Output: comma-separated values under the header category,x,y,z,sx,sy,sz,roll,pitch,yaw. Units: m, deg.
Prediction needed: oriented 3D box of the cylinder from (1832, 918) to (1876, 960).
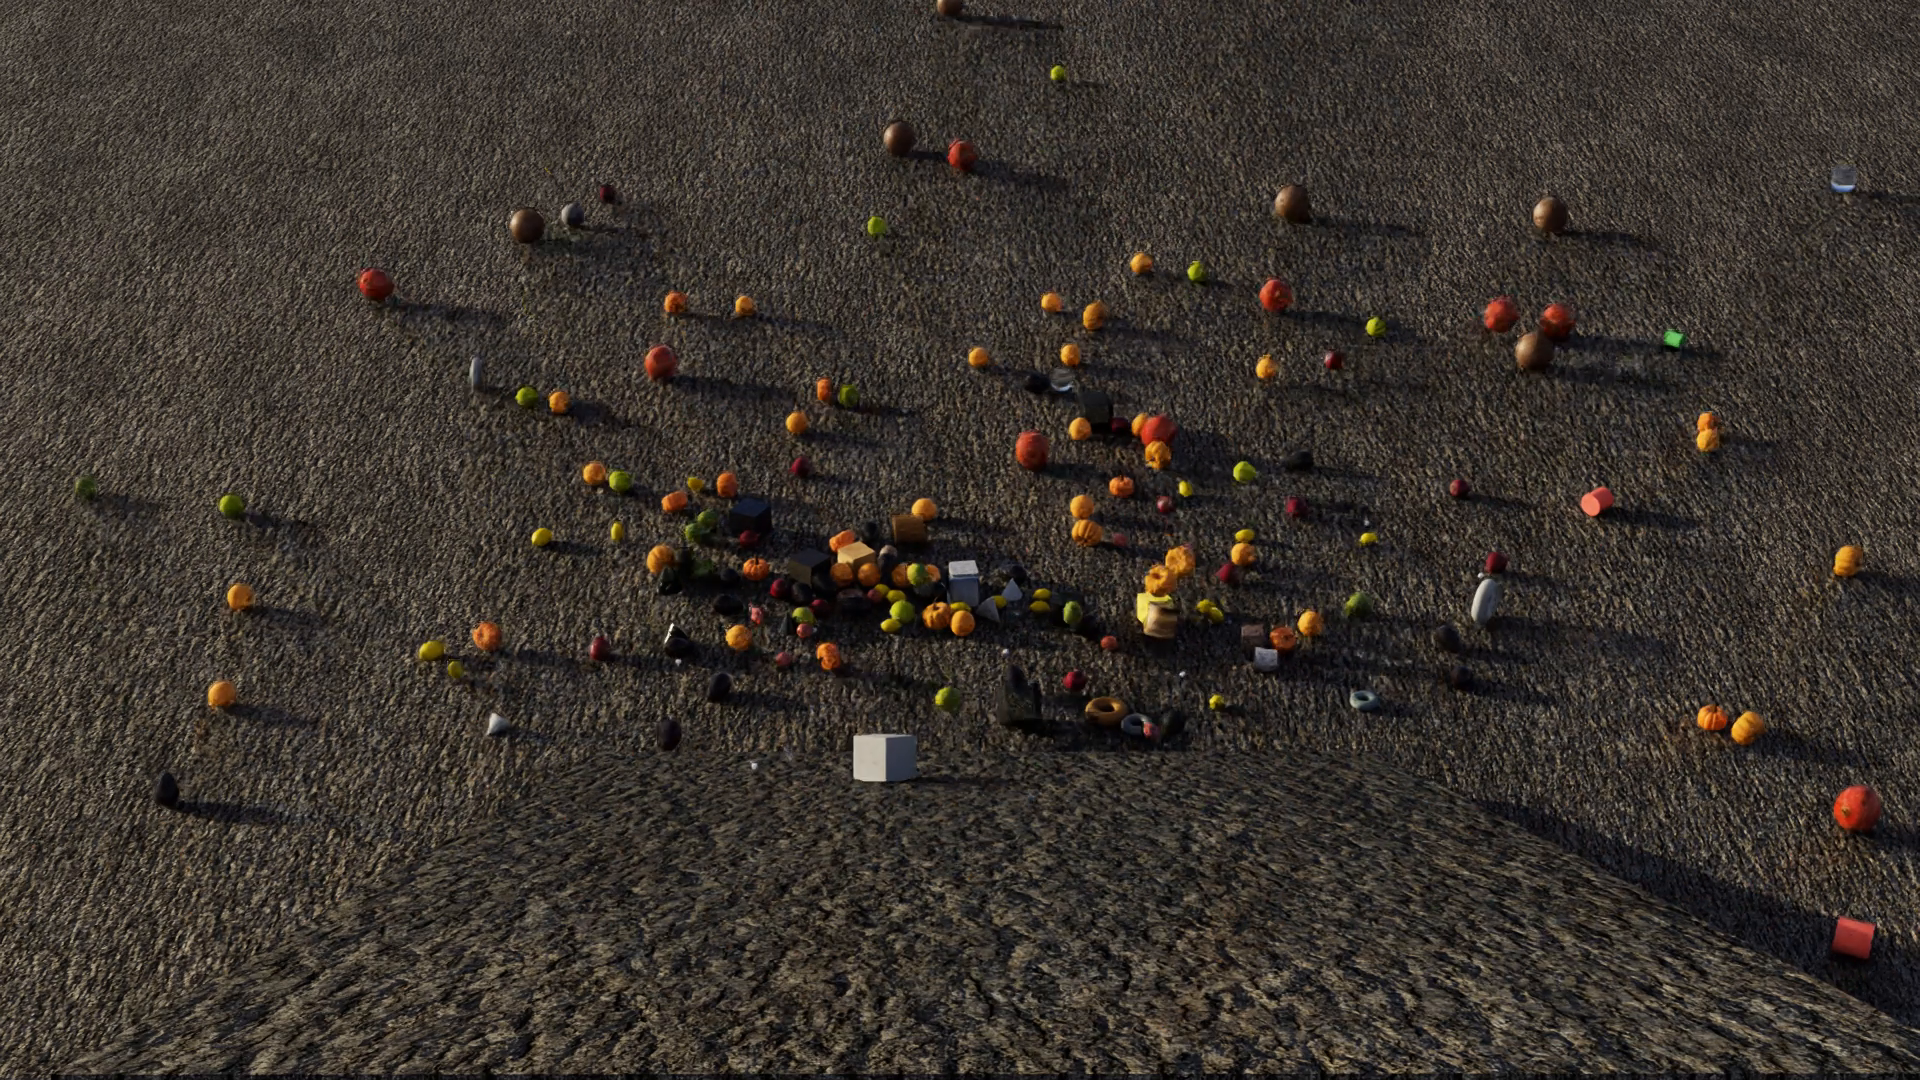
category,x,y,z,sx,sy,sz,roll,pitch,yaw
cylinder,2.093,0.934,6.063,0.082,0.082,0.082,12,32,20

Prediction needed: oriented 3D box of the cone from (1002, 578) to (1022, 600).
category,x,y,z,sx,sy,sz,roll,pitch,yaw
cone,0.151,0.133,7.481,0.062,0.062,0.062,0,30,0

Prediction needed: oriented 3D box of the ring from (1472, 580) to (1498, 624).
category,x,y,z,sx,sy,sz,roll,pitch,yaw
ring,1.490,0.175,7.340,0.044,0.132,0.132,17,34,25

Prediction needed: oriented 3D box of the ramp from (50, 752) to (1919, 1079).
category,x,y,z,sx,sy,sz,roll,pitch,yaw
ramp,0.067,0.596,4.652,2.000,0.100,4.000,0,0,0

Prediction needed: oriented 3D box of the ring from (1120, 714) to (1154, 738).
category,x,y,z,sx,sy,sz,roll,pitch,yaw
ring,0.471,0.494,6.884,0.091,0.030,0.091,0,31,0

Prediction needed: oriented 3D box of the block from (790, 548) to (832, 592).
category,x,y,z,sx,sy,sz,roll,pitch,yaw
block,-0.436,0.088,7.536,0.085,0.085,0.085,22,36,33

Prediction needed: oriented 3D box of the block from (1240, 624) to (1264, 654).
category,x,y,z,sx,sy,sz,roll,pitch,yaw
block,0.818,0.277,7.233,0.059,0.059,0.059,0,30,1

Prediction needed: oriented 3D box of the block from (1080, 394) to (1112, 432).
category,x,y,z,sx,sy,sz,roll,pitch,yaw
block,0.442,-0.413,8.406,0.090,0.090,0.090,-4,30,-8

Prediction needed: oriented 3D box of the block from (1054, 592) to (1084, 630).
category,x,y,z,sx,sy,sz,roll,pitch,yaw
block,0.310,0.200,7.354,0.071,0.071,0.071,9,31,16

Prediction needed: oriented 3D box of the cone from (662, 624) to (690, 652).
category,x,y,z,sx,sy,sz,roll,pitch,yaw
cone,-0.810,0.288,7.239,0.076,0.076,0.076,26,67,38

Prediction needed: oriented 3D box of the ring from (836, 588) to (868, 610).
category,x,y,z,sx,sy,sz,roll,pitch,yaw
ring,-0.313,0.170,7.449,0.092,0.031,0.092,1,30,-1

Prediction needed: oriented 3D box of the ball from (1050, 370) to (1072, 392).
category,x,y,z,sx,sy,sz,roll,pitch,yaw
ball,0.339,-0.531,8.629,0.073,0.073,0.073,0,30,0

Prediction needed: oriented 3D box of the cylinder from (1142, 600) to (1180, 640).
category,x,y,z,sx,sy,sz,roll,pitch,yaw
cylinder,0.566,0.225,7.263,0.088,0.088,0.088,11,9,-2

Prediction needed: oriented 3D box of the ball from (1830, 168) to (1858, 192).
category,x,y,z,sx,sy,sz,roll,pitch,yaw
ball,3.463,-1.410,10.137,0.098,0.098,0.098,0,30,0

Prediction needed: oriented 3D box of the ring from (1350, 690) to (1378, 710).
category,x,y,z,sx,sy,sz,roll,pitch,yaw
ring,1.092,0.434,6.991,0.080,0.027,0.080,0,28,0

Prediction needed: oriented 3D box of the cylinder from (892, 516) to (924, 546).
category,x,y,z,sx,sy,sz,roll,pitch,yaw
cylinder,-0.154,-0.029,7.741,0.084,0.084,0.084,-4,30,-8

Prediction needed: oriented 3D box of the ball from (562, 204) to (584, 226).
category,x,y,z,sx,sy,sz,roll,pitch,yaw
ball,-1.473,-1.235,9.842,0.087,0.087,0.087,0,30,0

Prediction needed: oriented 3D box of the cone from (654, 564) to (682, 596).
category,x,y,z,sx,sy,sz,roll,pitch,yaw
cone,-0.851,0.102,7.511,0.085,0.085,0.085,0,30,0

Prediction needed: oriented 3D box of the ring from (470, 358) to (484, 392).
category,x,y,z,sx,sy,sz,roll,pitch,yaw
ring,-1.610,-0.551,8.626,0.038,0.114,0.114,-1,30,-6

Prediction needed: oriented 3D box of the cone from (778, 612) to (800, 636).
category,x,y,z,sx,sy,sz,roll,pitch,yaw
cone,-0.486,0.227,7.317,0.061,0.061,0.061,0,30,0

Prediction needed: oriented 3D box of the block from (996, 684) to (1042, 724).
category,x,y,z,sx,sy,sz,roll,pitch,yaw
block,0.158,0.435,6.887,0.091,0.091,0.091,-7,-5,-13

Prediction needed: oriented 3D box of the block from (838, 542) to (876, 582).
category,x,y,z,sx,sy,sz,roll,pitch,yaw
block,-0.303,0.064,7.583,0.079,0.079,0.079,-21,36,-32

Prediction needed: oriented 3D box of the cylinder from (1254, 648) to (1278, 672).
category,x,y,z,sx,sy,sz,roll,pitch,yaw
cylinder,0.843,0.330,7.136,0.062,0.062,0.062,4,30,7

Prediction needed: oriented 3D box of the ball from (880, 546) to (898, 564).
category,x,y,z,sx,sy,sz,roll,pitch,yaw
ball,-0.211,0.044,7.642,0.056,0.056,0.056,0,30,0

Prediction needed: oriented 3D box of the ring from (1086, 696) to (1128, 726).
category,x,y,z,sx,sy,sz,roll,pitch,yaw
ring,0.393,0.460,6.934,0.117,0.039,0.117,1,29,-1

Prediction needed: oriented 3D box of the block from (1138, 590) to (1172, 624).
category,x,y,z,sx,sy,sz,roll,pitch,yaw
block,0.553,0.195,7.347,0.077,0.077,0.077,-9,23,-16

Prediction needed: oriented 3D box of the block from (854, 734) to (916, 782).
category,x,y,z,sx,sy,sz,roll,pitch,yaw
block,-0.172,0.495,5.885,0.100,0.100,0.100,0,0,41

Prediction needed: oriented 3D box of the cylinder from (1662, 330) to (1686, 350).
category,x,y,z,sx,sy,sz,roll,pitch,yaw
cylinder,2.460,-0.687,8.913,0.057,0.057,0.057,20,35,31

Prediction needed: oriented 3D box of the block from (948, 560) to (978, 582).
category,x,y,z,sx,sy,sz,roll,pitch,yaw
block,0.011,0.113,7.502,0.076,0.076,0.076,-4,30,-7

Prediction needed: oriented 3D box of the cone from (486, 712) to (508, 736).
category,x,y,z,sx,sy,sz,roll,pitch,yaw
cone,-1.240,0.499,6.878,0.057,0.057,0.057,21,63,32

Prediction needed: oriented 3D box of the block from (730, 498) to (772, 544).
category,x,y,z,sx,sy,sz,roll,pitch,yaw
block,-0.630,-0.058,7.786,0.090,0.090,0.090,15,33,25
